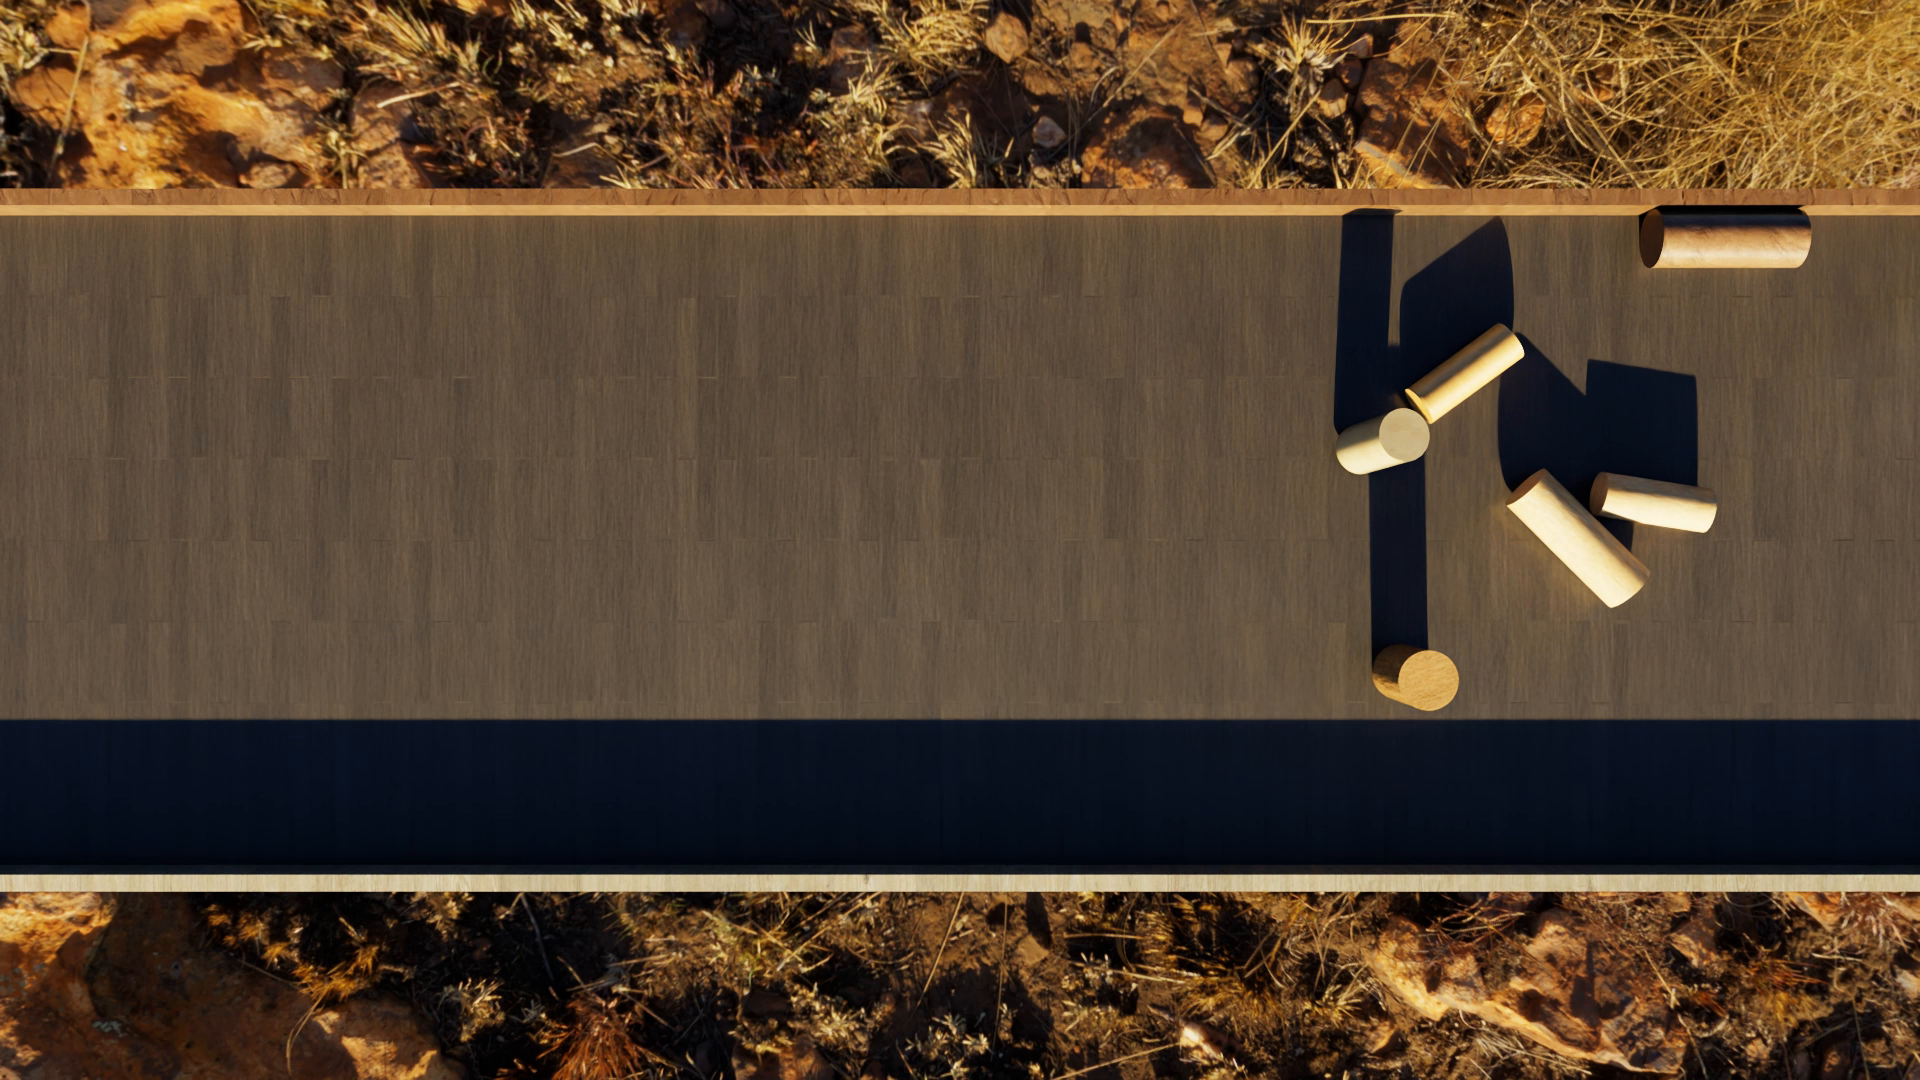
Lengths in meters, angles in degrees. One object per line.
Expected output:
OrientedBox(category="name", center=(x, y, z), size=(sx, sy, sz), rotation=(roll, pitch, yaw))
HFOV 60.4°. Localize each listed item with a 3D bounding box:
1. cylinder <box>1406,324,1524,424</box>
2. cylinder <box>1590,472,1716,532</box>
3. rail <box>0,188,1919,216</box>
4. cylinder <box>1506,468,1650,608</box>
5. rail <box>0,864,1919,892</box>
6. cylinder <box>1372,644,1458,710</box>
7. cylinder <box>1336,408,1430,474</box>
OrientedBox(category="cylinder", center=(1.532, -0.506, 5.012), size=(0.341, 0.129, 0.129), rotation=(-36, 90, 0))
OrientedBox(category="cylinder", center=(2.102, -0.115, 5.008), size=(0.330, 0.135, 0.135), rotation=(9, 90, 0))
OrientedBox(category="rail", center=(-2.247, -1.025, 5.002), size=(12.000, 0.150, 0.050), rotation=(0, 90, 0))
OrientedBox(category="cylinder", center=(1.870, -0.007, 4.997), size=(0.438, 0.158, 0.158), rotation=(45, 90, 0))
OrientedBox(category="rail", center=(-2.247, 1.025, 5.001), size=(12.000, 0.150, 0.050), rotation=(0, 90, 0))
OrientedBox(category="cylinder", center=(1.355, 0.406, 4.923), size=(0.174, 0.308, 0.174), rotation=(0, 90, 0))
OrientedBox(category="cylinder", center=(1.255, -0.291, 4.912), size=(0.156, 0.303, 0.156), rotation=(1, 85, -11))
